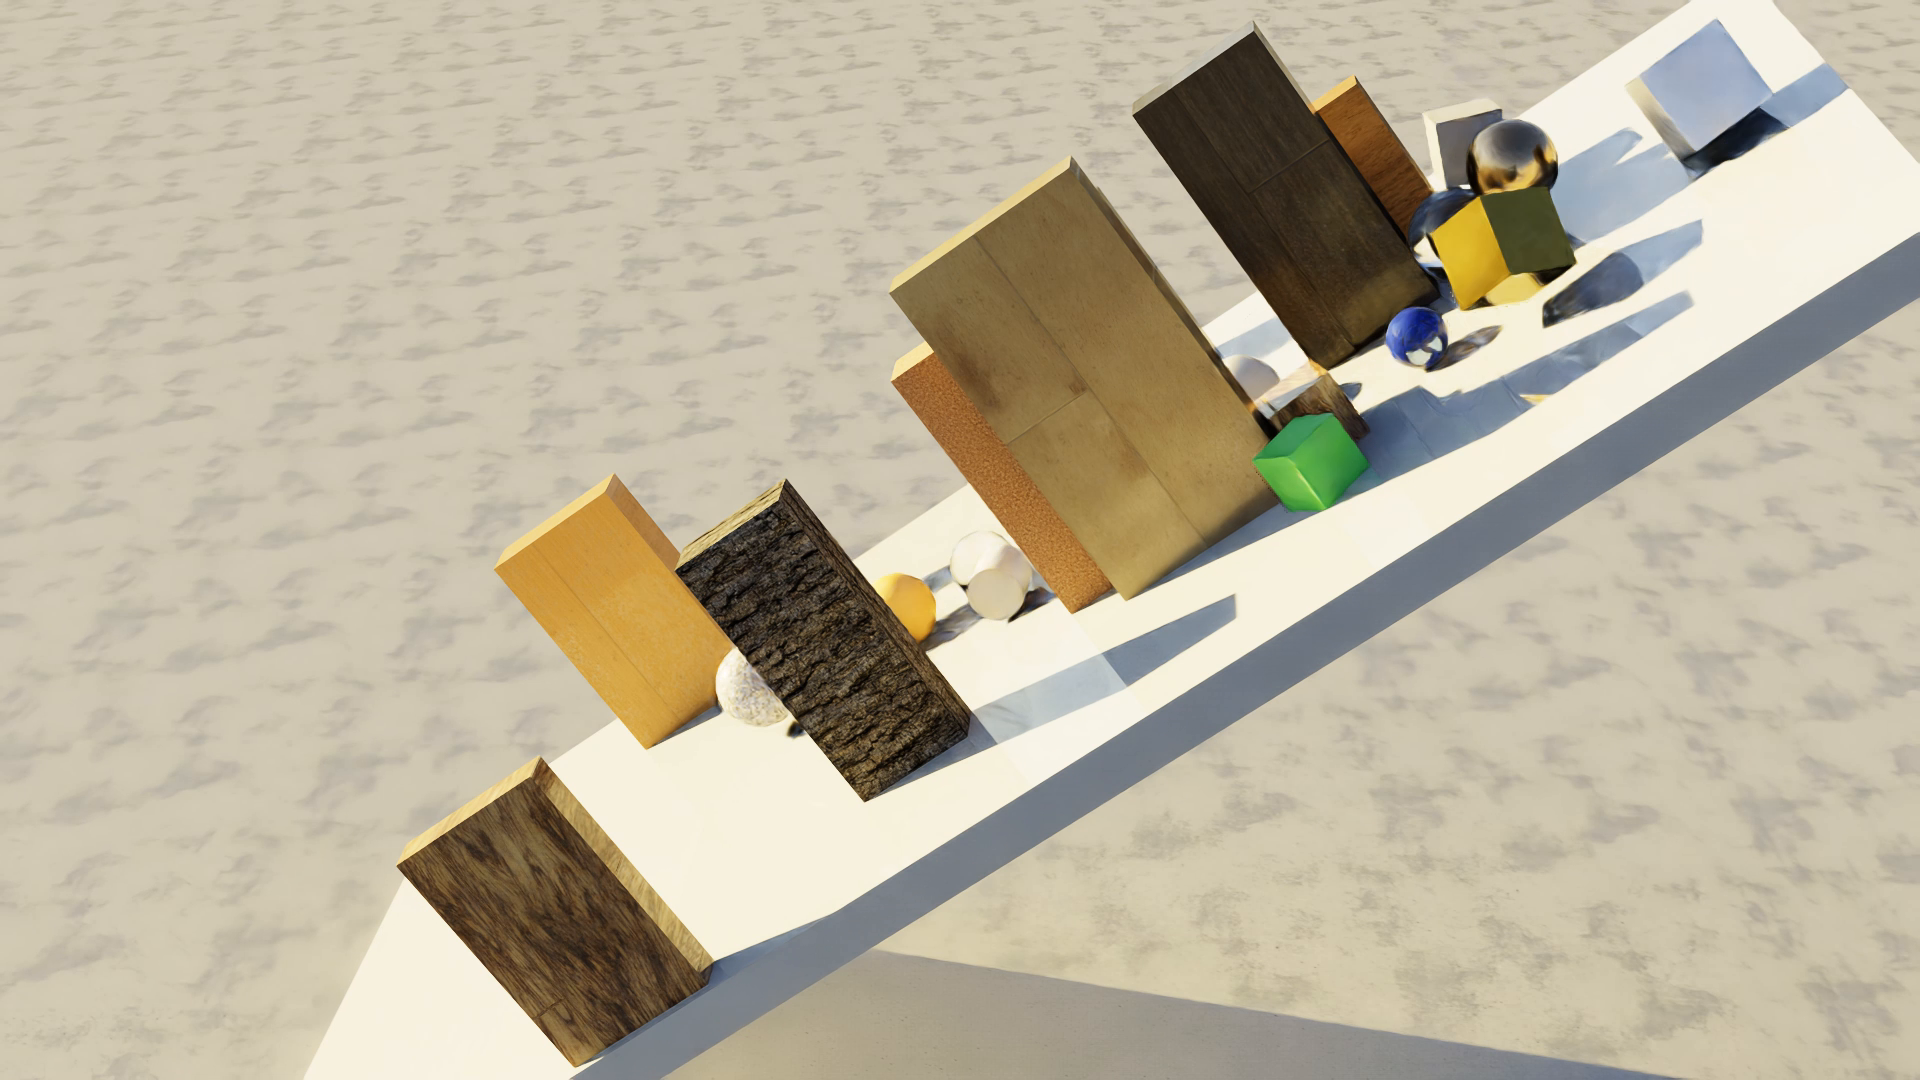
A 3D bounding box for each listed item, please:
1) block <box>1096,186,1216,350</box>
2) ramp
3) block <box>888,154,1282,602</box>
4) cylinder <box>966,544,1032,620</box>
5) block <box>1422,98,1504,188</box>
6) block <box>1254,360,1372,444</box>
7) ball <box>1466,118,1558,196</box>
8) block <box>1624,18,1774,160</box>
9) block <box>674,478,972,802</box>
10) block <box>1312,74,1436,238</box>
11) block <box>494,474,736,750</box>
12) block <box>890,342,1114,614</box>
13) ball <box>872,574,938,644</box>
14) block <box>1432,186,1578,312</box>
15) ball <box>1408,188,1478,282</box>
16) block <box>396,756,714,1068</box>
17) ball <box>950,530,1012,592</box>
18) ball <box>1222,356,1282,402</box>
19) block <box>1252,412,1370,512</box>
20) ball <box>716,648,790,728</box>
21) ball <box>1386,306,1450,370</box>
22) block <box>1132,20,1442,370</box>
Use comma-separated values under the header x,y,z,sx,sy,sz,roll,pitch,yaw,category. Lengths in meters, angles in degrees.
x,y,z,sx,sy,sz,roll,pitch,yaw,category
0.287,-0.501,6.825,0.417,0.475,0.108,-34,16,16,block
0.132,0.177,6.315,4.000,0.100,2.000,-34,16,16,ramp
0.270,-0.306,5.723,0.425,0.784,0.097,-34,16,16,block
0.085,0.090,6.237,0.122,0.122,0.122,4,25,10,cylinder
1.088,-0.852,6.308,0.143,0.143,0.143,-13,18,2,block
0.691,-0.241,5.794,0.148,0.148,0.148,-37,15,3,block
1.122,-0.762,5.979,0.187,0.187,0.187,0,22,0,ball
1.450,-0.884,5.782,0.186,0.186,0.186,-37,0,4,block
-0.265,0.201,5.795,0.257,0.611,0.121,-34,16,16,block
0.793,-0.687,6.284,0.418,0.444,0.091,-34,16,16,block
-0.797,0.176,7.106,0.345,0.584,0.127,-34,16,16,block
0.162,-0.179,5.922,0.282,0.614,0.126,-34,16,16,block
-0.135,0.158,6.461,0.170,0.170,0.170,0,22,0,ball
1.040,-0.557,5.626,0.167,0.167,0.167,-12,-15,-29,block
1.024,-0.632,6.080,0.194,0.194,0.194,0,22,0,ball
-0.767,0.712,5.598,0.331,0.535,0.089,-34,16,16,block
0.052,0.053,6.378,0.149,0.149,0.149,0,22,0,ball
0.581,-0.288,6.095,0.190,0.190,0.190,0,22,0,ball
0.669,-0.147,5.606,0.131,0.131,0.131,-44,16,-20,block
-0.447,0.320,6.551,0.195,0.195,0.195,0,22,0,ball
0.905,-0.400,5.815,0.124,0.124,0.124,0,22,0,ball
0.682,-0.709,6.133,0.301,0.689,0.107,-34,16,16,block
